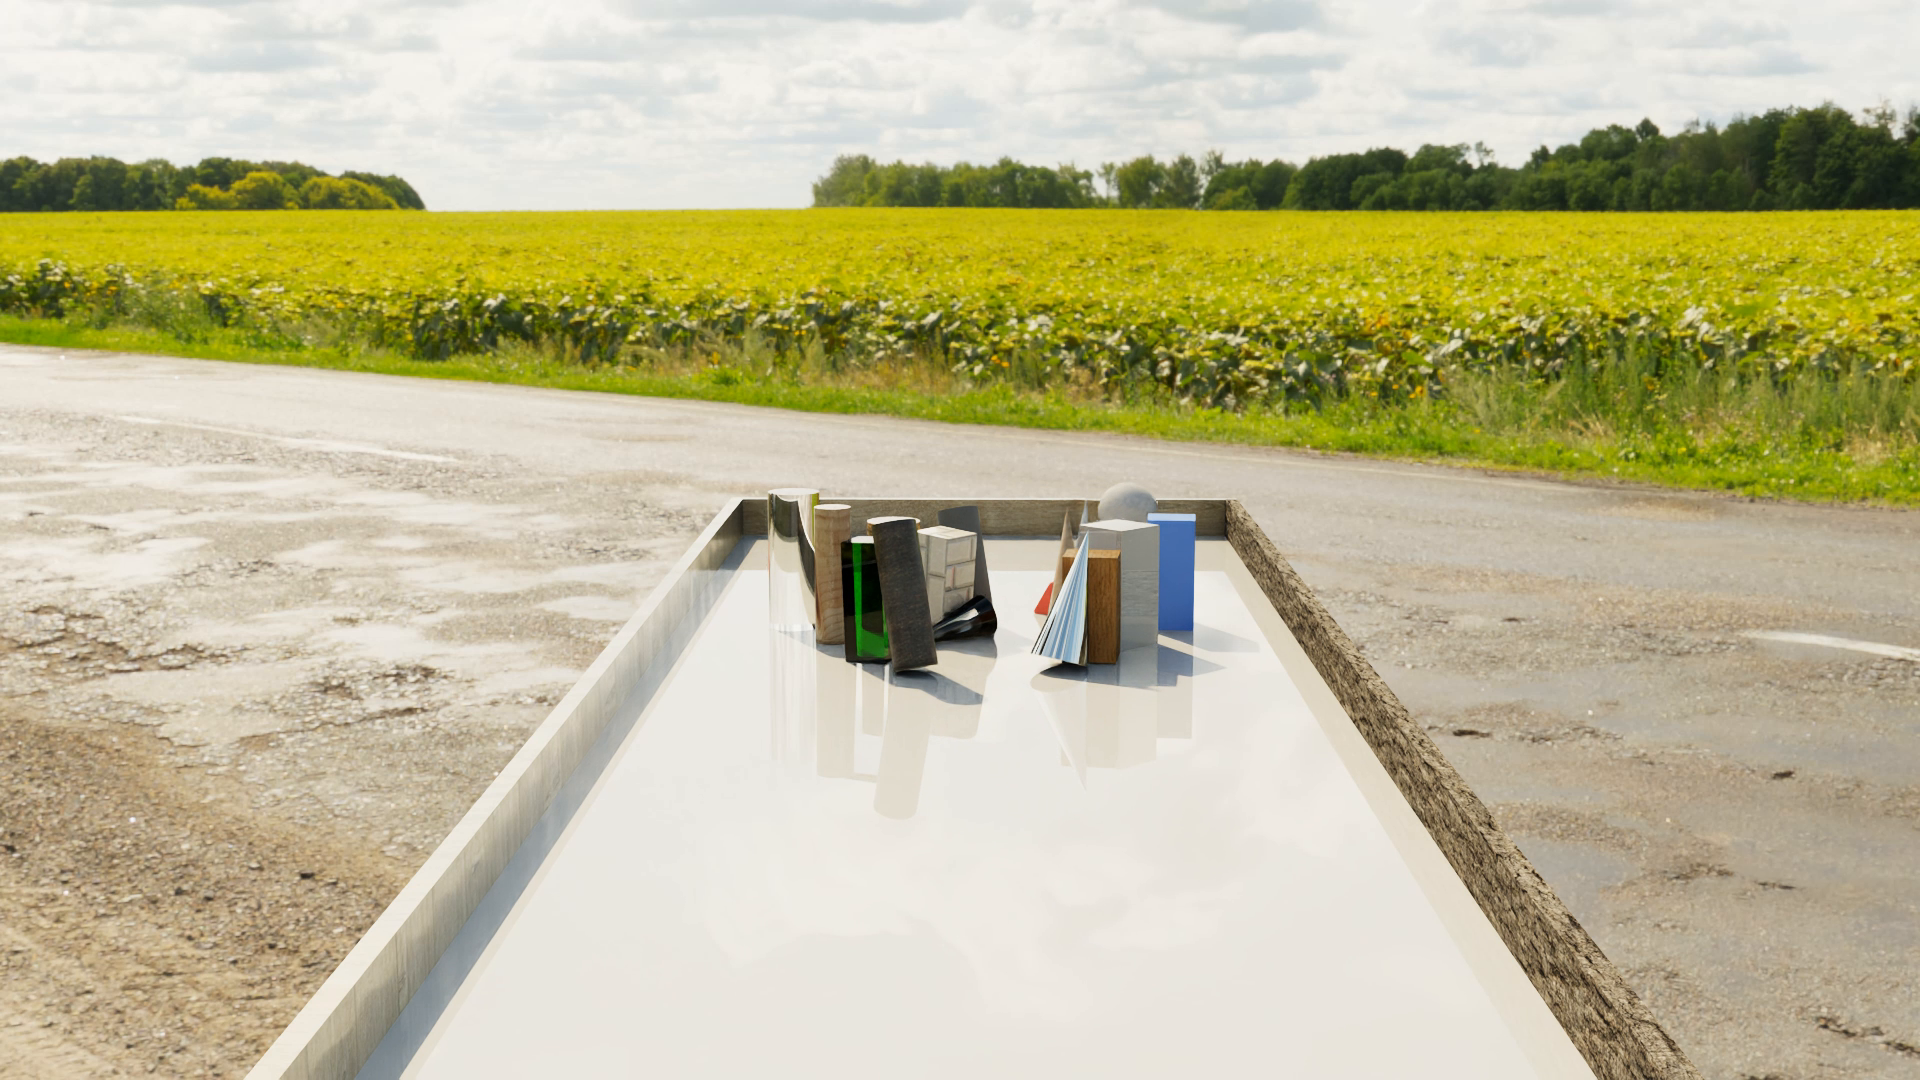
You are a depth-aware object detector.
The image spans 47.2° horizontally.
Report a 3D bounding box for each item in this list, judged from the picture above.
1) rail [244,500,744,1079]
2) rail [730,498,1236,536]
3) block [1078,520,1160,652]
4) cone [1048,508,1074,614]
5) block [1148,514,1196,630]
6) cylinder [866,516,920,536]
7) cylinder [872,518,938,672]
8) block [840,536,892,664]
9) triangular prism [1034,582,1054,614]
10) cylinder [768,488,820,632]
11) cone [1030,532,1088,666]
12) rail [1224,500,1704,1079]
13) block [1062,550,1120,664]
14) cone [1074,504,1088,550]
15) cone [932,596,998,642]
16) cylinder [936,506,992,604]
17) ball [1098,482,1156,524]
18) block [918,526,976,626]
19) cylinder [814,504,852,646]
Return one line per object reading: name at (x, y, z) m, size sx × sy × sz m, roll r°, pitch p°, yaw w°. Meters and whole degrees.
rail at (-1.004, 0.839, 3.234) m, size 0.050 × 0.150 × 12.000 m, roll 0°, pitch 9°, yaw 1°
rail at (0.099, -0.098, 9.147) m, size 2.100 × 0.150 × 0.050 m, roll 0°, pitch 9°, yaw 1°
block at (0.499, 0.140, 6.919) m, size 0.178 × 0.378 × 0.178 m, roll -9°, pitch 12°, yaw -44°
cone at (0.348, 0.081, 7.144) m, size 0.136 × 0.410 × 0.136 m, roll 1°, pitch -20°, yaw 0°
block at (0.690, 0.104, 7.203) m, size 0.155 × 0.361 × 0.155 m, roll 1°, pitch 9°, yaw 6°
cylinder at (-0.217, 0.108, 7.219) m, size 0.175 × 0.346 × 0.175 m, roll 0°, pitch 10°, yaw 0°
cylinder at (-0.164, 0.164, 6.519) m, size 0.134 × 0.436 × 0.134 m, roll -9°, pitch -5°, yaw -1°
block at (-0.269, 0.180, 6.687) m, size 0.131 × 0.366 × 0.131 m, roll 1°, pitch 9°, yaw 22°
triangular prism at (0.378, 0.174, 7.547) m, size 0.125 × 0.108 × 0.317 m, roll 5°, pitch 10°, yaw 26°
cylinder at (-0.542, 0.063, 7.189) m, size 0.168 × 0.446 × 0.168 m, roll 0°, pitch 9°, yaw 0°
cone at (0.342, 0.163, 6.583) m, size 0.179 × 0.402 × 0.179 m, roll 13°, pitch -3°, yaw 1°
rail at (1.046, 0.843, 3.208) m, size 0.050 × 0.150 × 12.000 m, roll 0°, pitch 9°, yaw 1°
block at (0.401, 0.200, 6.709) m, size 0.165 × 0.322 × 0.165 m, roll 1°, pitch 8°, yaw 8°
cone at (0.397, 0.070, 7.192) m, size 0.121 × 0.418 × 0.121 m, roll 4°, pitch 2°, yaw 0°
cone at (-0.049, 0.288, 6.979) m, size 0.320 × 0.136 × 0.136 m, roll -20°, pitch 19°, yaw -31°
cylinder at (0.018, 0.080, 7.250) m, size 0.137 × 0.368 × 0.137 m, roll -9°, pitch -5°, yaw -1°
ball at (0.683, -0.117, 8.991) m, size 0.237 × 0.237 × 0.237 m, roll 0°, pitch 9°, yaw 0°
block at (-0.059, 0.133, 7.104) m, size 0.149 × 0.323 × 0.149 m, roll 12°, pitch 15°, yaw 36°
cylinder at (-0.401, 0.109, 6.946) m, size 0.116 × 0.431 × 0.116 m, roll 0°, pitch 9°, yaw 0°
